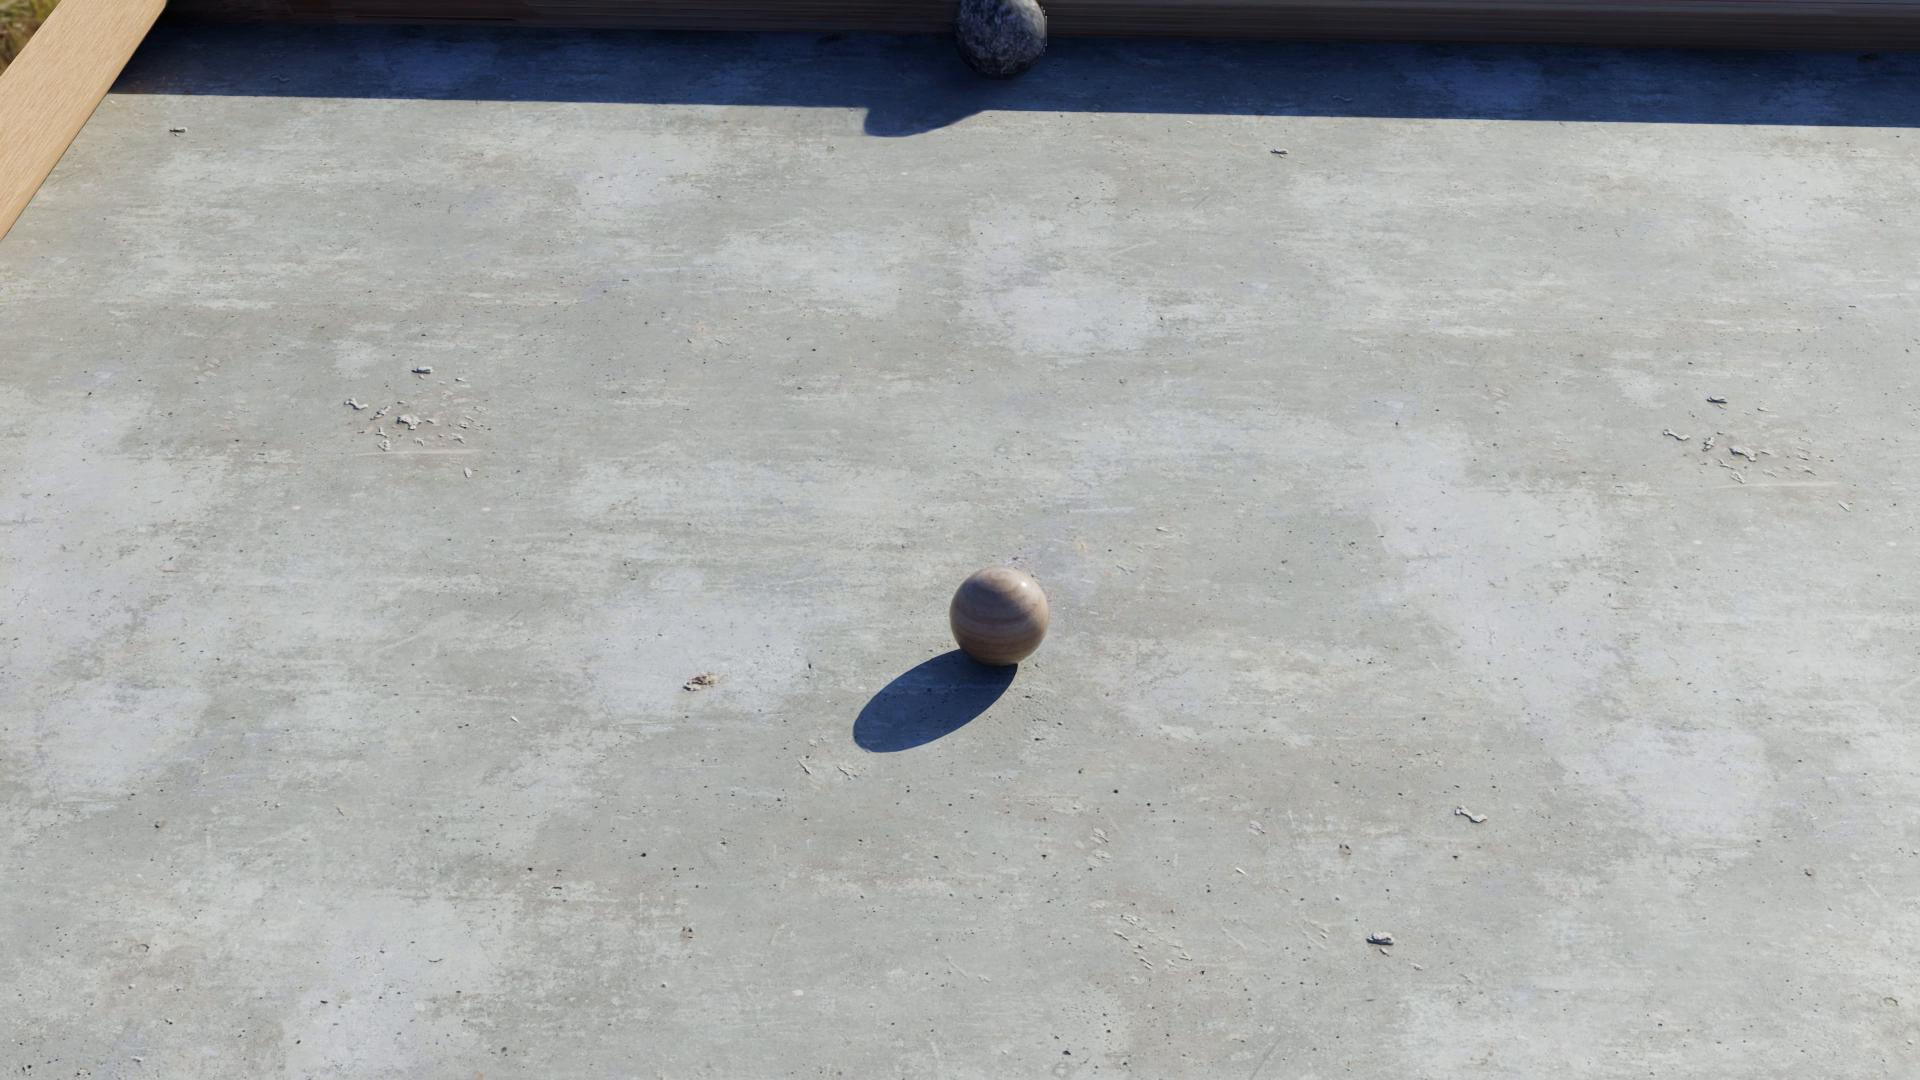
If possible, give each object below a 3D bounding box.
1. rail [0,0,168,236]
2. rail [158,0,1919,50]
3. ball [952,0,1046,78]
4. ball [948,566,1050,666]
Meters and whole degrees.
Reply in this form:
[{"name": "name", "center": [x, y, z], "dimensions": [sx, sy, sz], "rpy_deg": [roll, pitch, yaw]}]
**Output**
[{"name": "rail", "center": [-0.809, -0.040, 1.771], "dimensions": [0.045, 0.115, 1.795], "rpy_deg": [1, 36, 2]}, {"name": "rail", "center": [0.870, -0.507, 2.424], "dimensions": [3.334, 0.115, 0.045], "rpy_deg": [1, 36, 2]}, {"name": "ball", "center": [0.037, -0.478, 2.409], "dimensions": [0.088, 0.088, 0.088], "rpy_deg": [0, 36, 0]}, {"name": "ball", "center": [0.026, 0.050, 1.688], "dimensions": [0.066, 0.066, 0.066], "rpy_deg": [0, 36, 0]}]
